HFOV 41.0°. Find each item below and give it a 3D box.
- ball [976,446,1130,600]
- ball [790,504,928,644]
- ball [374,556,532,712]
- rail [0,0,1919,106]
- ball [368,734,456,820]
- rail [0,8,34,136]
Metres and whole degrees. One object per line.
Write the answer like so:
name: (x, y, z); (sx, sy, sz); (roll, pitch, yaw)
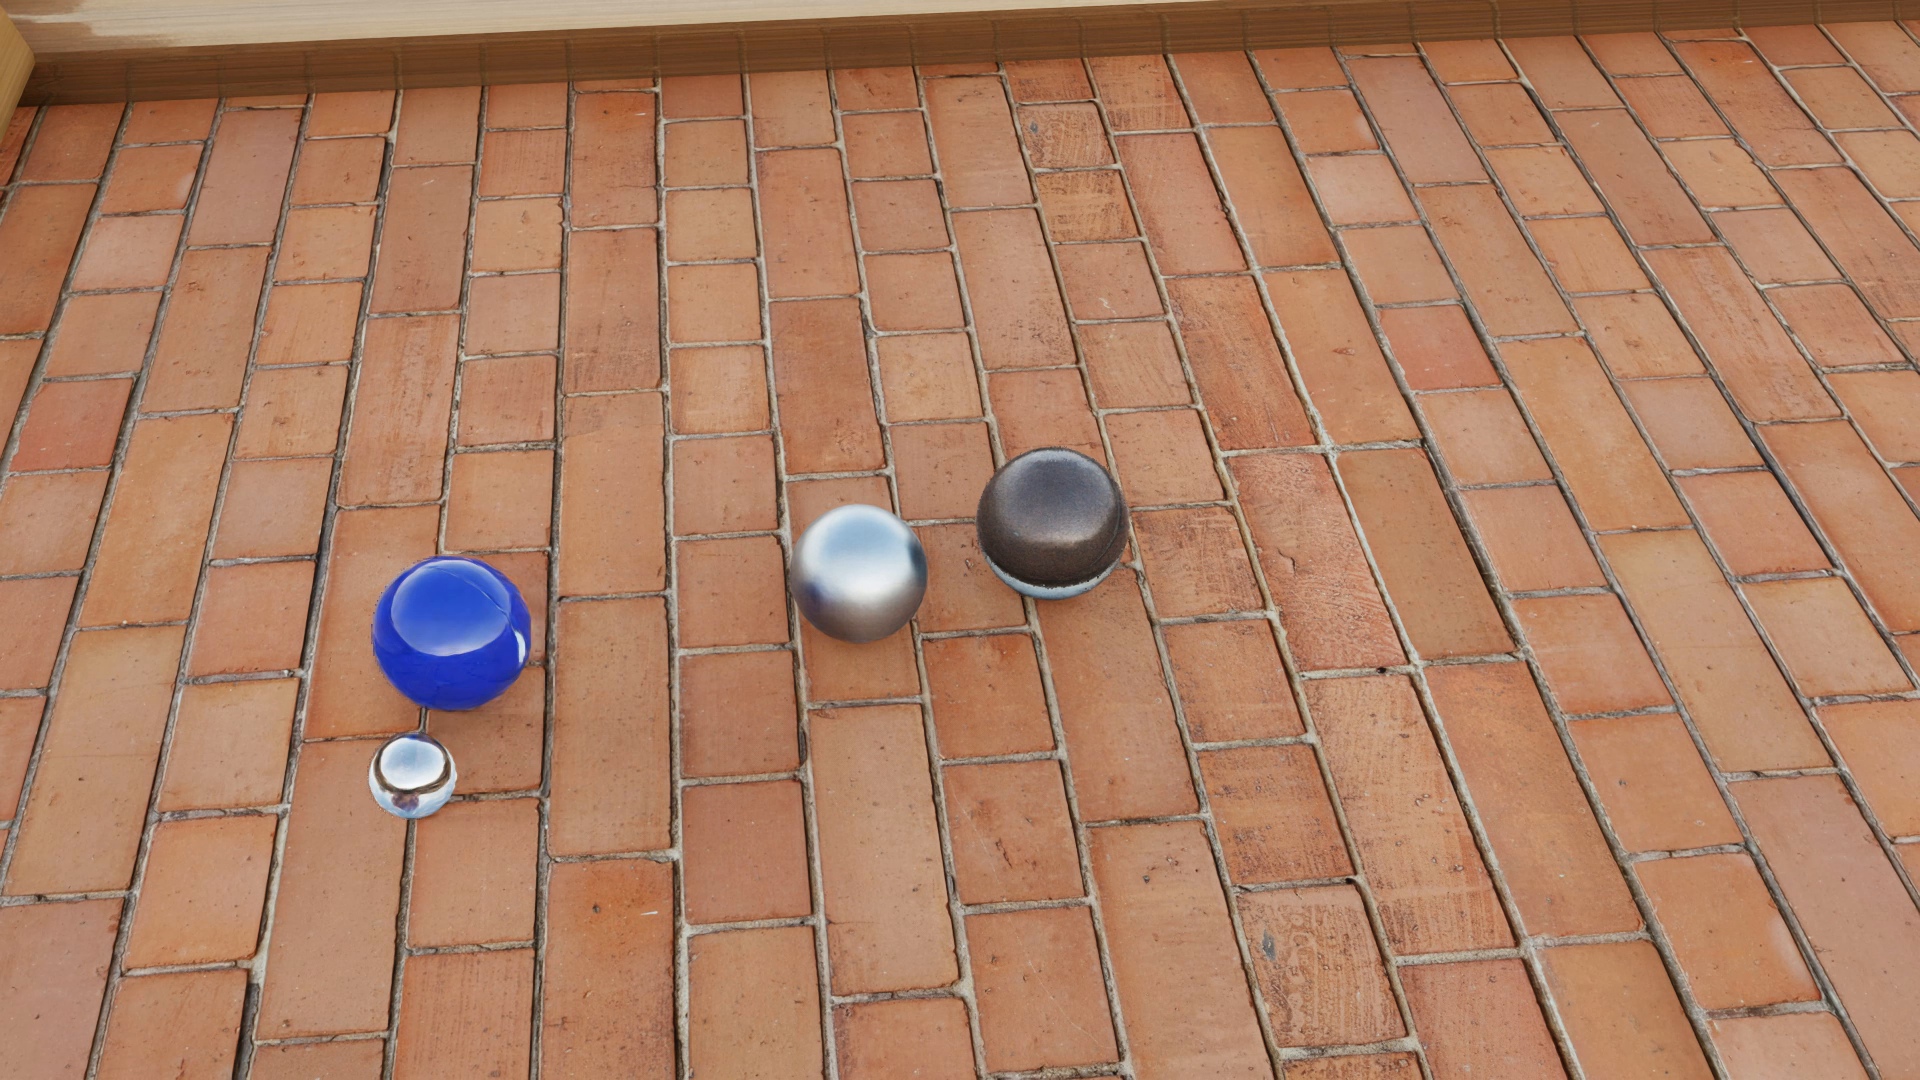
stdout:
ball: (0.060, -0.010, 1.655); (0.099, 0.099, 0.099); (0, 36, 0)
ball: (-0.064, 0.021, 1.620); (0.088, 0.088, 0.088); (0, 36, 0)
ball: (-0.309, 0.057, 1.564); (0.095, 0.095, 0.095); (0, 36, 0)
rail: (0.672, -0.514, 2.328); (3.033, 0.129, 0.045); (-4, 36, -5)
ball: (-0.318, 0.137, 1.492); (0.050, 0.050, 0.050); (0, 36, 0)
rail: (-0.730, 0.026, 1.577); (0.045, 0.129, 1.590); (-4, 36, -5)
